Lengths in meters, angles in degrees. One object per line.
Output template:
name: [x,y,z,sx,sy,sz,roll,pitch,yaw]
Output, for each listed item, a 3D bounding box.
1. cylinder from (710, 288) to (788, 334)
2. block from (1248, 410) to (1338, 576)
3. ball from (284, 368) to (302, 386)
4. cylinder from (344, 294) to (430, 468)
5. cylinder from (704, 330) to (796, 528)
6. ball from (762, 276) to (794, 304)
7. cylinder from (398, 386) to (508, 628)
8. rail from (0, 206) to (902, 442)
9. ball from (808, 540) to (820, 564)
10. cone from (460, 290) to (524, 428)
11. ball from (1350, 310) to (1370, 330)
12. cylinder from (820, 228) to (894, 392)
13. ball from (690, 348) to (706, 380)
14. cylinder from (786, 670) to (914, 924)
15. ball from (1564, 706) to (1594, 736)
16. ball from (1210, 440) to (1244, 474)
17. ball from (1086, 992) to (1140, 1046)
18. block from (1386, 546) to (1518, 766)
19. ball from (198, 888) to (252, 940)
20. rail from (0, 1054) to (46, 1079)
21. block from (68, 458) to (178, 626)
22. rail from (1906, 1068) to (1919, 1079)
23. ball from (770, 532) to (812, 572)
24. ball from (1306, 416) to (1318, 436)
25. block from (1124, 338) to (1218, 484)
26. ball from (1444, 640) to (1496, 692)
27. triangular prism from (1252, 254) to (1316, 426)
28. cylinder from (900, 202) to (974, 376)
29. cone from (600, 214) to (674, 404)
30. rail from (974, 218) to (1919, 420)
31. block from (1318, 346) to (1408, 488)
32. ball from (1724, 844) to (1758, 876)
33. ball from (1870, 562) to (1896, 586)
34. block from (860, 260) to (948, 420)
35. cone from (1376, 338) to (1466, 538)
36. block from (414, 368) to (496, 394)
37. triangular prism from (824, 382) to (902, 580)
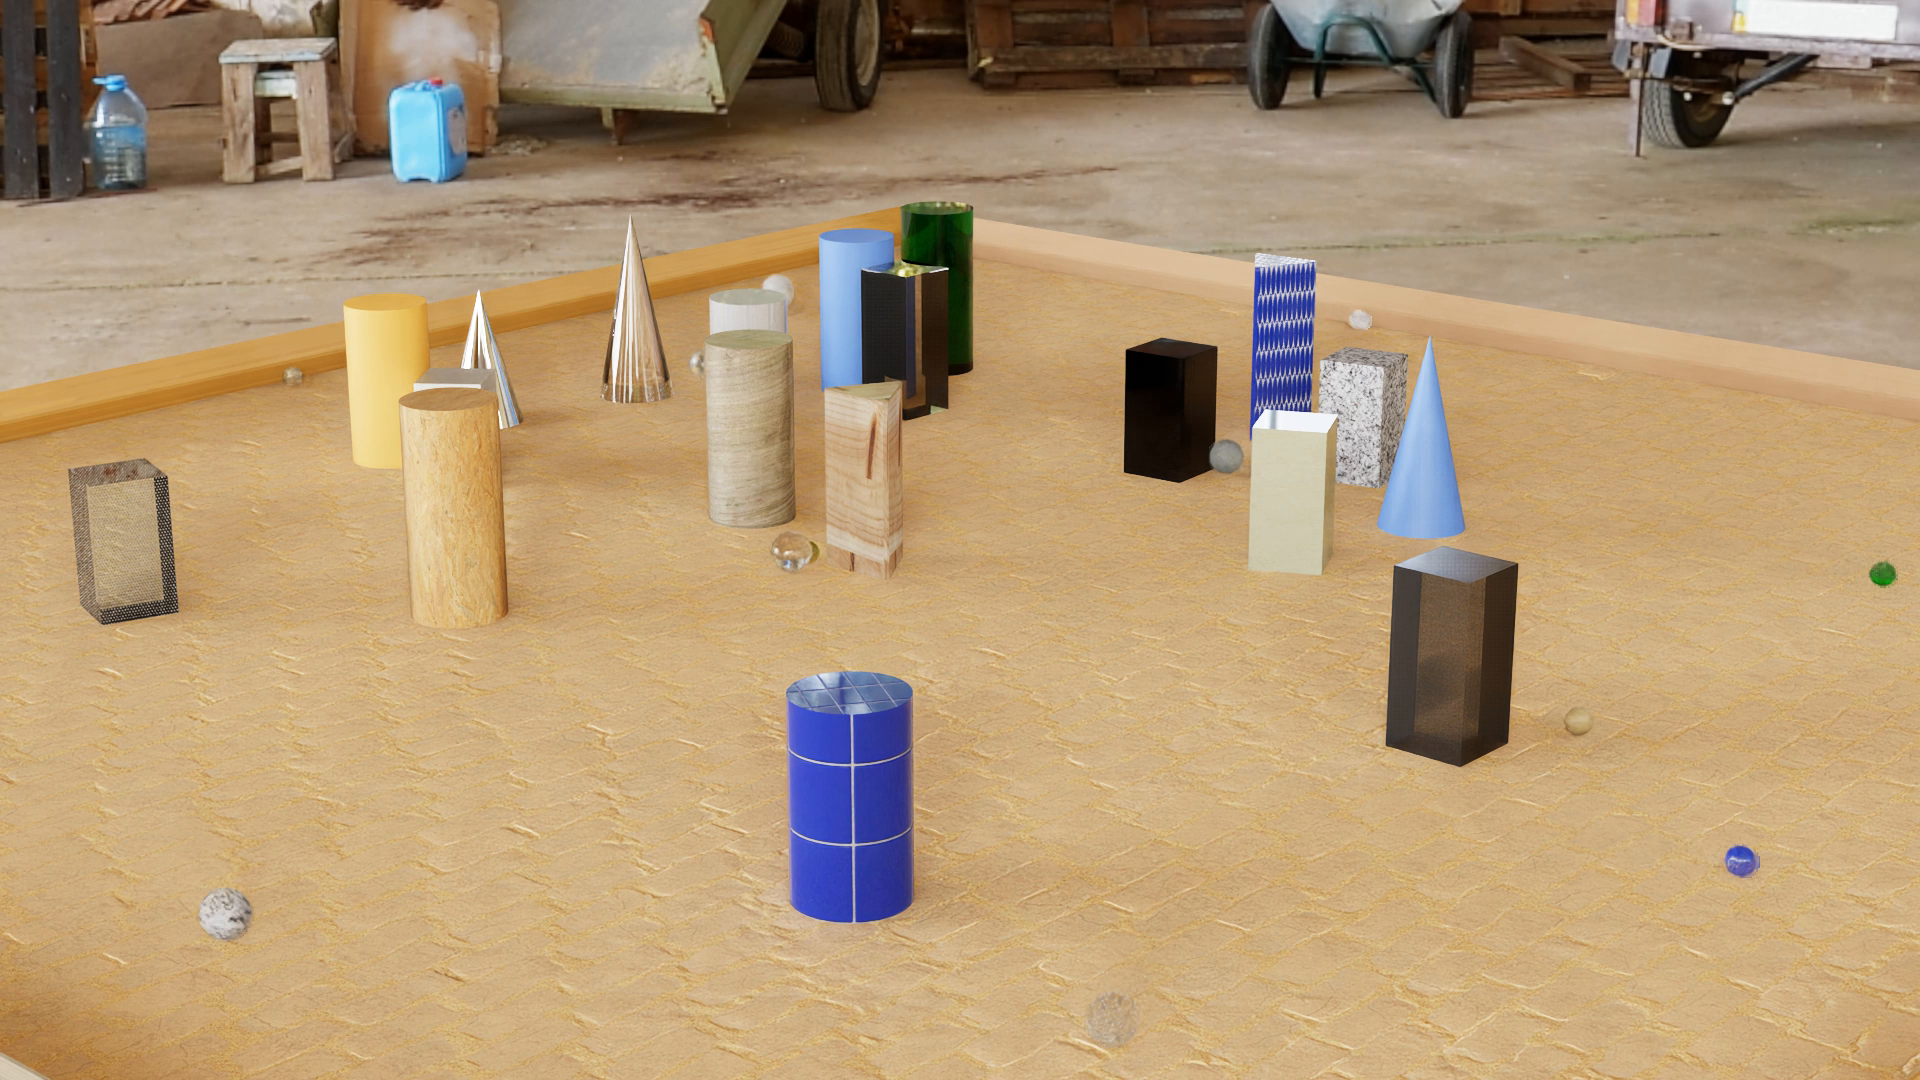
cylinder: [-0.445,-0.383,6.193,0.164,0.267,0.164,0,17,0]
block: [0.594,-0.086,5.230,0.131,0.261,0.131,5,18,15]
ball: [-1.482,-0.363,6.515,0.042,0.042,0.042,0,17,0]
cylinder: [-1.147,-0.321,5.896,0.164,0.322,0.164,0,17,0]
cylinder: [-0.392,-0.209,5.492,0.164,0.343,0.164,0,17,0]
ball: [-0.451,-0.613,7.267,0.082,0.082,0.082,0,17,0]
cylinder: [-0.851,-0.055,4.934,0.164,0.375,0.164,0,17,0]
rail: [-1.584,-0.374,6.439,0.045,0.106,4.395,14,22,39]
ball: [-0.272,0.022,5.252,0.042,0.042,0.042,0,17,0]
cone: [-1.009,-0.390,6.189,0.164,0.283,0.164,0,17,0]
ball: [0.960,-0.529,7.050,0.047,0.047,0.047,0,17,0]
cylinder: [-0.226,-0.499,6.445,0.164,0.344,0.164,0,17,0]
ball: [-0.570,-0.395,6.572,0.070,0.070,0.070,0,17,0]
cylinder: [-0.142,0.333,3.811,0.164,0.287,0.164,0,17,0]
ball: [0.934,0.273,4.425,0.043,0.043,0.043,0,17,0]
ball: [0.530,-0.166,5.824,0.068,0.068,0.068,0,17,0]
ball: [0.180,0.562,3.444,0.063,0.063,0.063,0,17,0]
block: [0.729,0.171,4.349,0.131,0.283,0.131,15,22,40]
ball: [-0.934,0.475,3.727,0.065,0.065,0.065,0,17,0]
rail: [-1.425,0.505,3.553,4.242,0.106,0.045,14,22,39]
block: [-1.419,0.002,4.975,0.131,0.242,0.131,-10,20,-30]
rail: [1.584,0.428,3.808,0.045,0.106,4.395,14,22,39]
ball: [-0.300,0.021,5.201,0.073,0.073,0.073,0,17,0]
ball: [0.740,-0.236,6.097,0.042,0.042,0.042,0,17,0]
block: [0.417,-0.258,5.814,0.131,0.251,0.131,12,21,35]
ball: [0.800,0.199,4.606,0.081,0.081,0.081,0,17,0]
triangular prism: [0.643,-0.405,6.098,0.142,0.366,0.123,-8,19,-23]
cylinder: [-0.051,-0.568,6.629,0.164,0.369,0.164,0,17,0]
cone: [-0.711,-0.515,6.390,0.164,0.405,0.164,0,17,0]
rail: [1.425,-0.452,6.693,4.242,0.106,0.045,14,22,39]
block: [0.792,-0.243,5.776,0.131,0.242,0.131,9,19,28]
ball: [1.043,0.429,3.917,0.042,0.042,0.042,0,17,0]
ball: [1.614,0.059,5.127,0.044,0.044,0.044,0,17,0]
block: [-0.118,-0.429,6.270,0.131,0.310,0.131,15,22,40]
cone: [0.862,-0.202,5.430,0.164,0.366,0.164,0,17,0]
block: [-0.987,-0.221,5.761,0.131,0.209,0.131,1,17,4]
triangular prism: [-0.145,-0.112,5.208,0.142,0.325,0.123,14,22,37]
